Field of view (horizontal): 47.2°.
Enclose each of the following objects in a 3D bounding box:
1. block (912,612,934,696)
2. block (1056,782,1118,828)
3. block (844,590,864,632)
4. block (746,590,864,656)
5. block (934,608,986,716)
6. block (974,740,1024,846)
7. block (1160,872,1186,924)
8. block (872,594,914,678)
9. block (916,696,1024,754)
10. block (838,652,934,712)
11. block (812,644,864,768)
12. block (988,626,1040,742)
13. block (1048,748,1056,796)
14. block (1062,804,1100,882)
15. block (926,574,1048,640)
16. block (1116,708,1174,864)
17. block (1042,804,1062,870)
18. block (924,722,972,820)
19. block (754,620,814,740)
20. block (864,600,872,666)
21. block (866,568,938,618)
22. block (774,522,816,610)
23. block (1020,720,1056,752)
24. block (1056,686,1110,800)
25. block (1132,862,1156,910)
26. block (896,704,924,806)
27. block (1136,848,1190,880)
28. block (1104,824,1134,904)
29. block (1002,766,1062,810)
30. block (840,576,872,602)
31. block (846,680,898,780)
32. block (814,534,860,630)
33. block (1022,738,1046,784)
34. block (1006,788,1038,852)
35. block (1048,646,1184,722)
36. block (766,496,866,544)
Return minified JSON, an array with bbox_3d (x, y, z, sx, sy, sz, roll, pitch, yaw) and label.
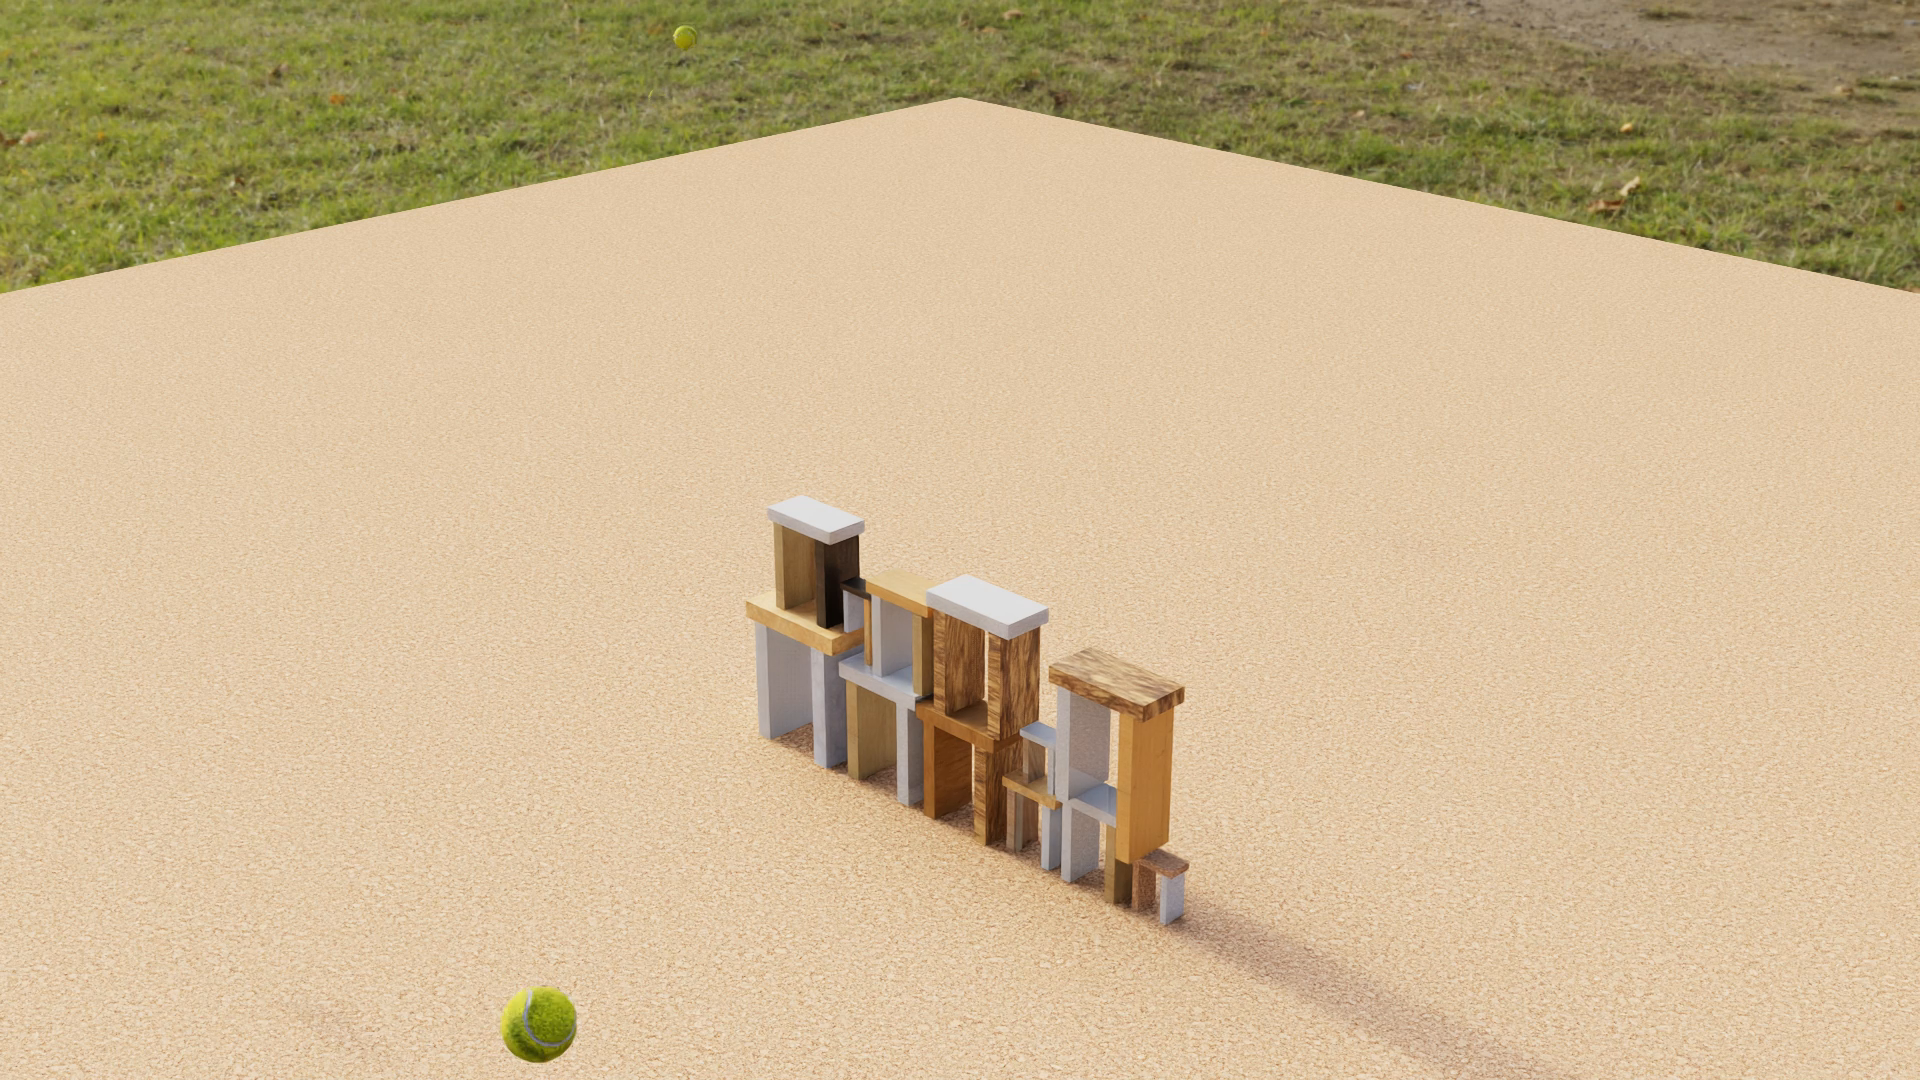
[{"bbox_3d":[-0.053,0.214,4.372,0.025,0.177,0.089,21,31,41],"label":"block"},{"bbox_3d":[0.271,0.494,4.143,0.083,0.023,0.166,-21,31,-41],"label":"block"},{"bbox_3d":[-0.217,0.140,4.517,0.013,0.094,0.047,21,31,41],"label":"block"},{"bbox_3d":[-0.310,0.165,4.627,0.272,0.039,0.136,21,31,41],"label":"block"},{"bbox_3d":[-0.001,0.224,4.323,0.031,0.222,0.111,21,31,41],"label":"block"},{"bbox_3d":[0.077,0.486,4.340,0.030,0.214,0.107,21,31,41],"label":"block"},{"bbox_3d":[0.394,0.658,4.080,0.015,0.103,0.051,21,31,41],"label":"block"},{"bbox_3d":[-0.136,0.181,4.449,0.025,0.177,0.089,21,31,41],"label":"block"},{"bbox_3d":[0.026,0.354,4.339,0.214,0.030,0.107,21,31,41],"label":"block"},{"bbox_3d":[-0.130,0.280,4.483,0.225,0.032,0.112,21,31,41],"label":"block"},{"bbox_3d":[-0.246,0.333,4.629,0.039,0.272,0.136,21,31,41],"label":"block"},{"bbox_3d":[0.104,0.265,4.226,0.031,0.222,0.111,21,31,40],"label":"block"},{"bbox_3d":[0.189,0.435,4.202,0.014,0.097,0.049,21,31,41],"label":"block"},{"bbox_3d":[0.232,0.566,4.215,0.023,0.166,0.083,21,31,41],"label":"block"},{"bbox_3d":[0.051,0.127,4.225,0.111,0.031,0.222,-21,31,-40],"label":"block"},{"bbox_3d":[0.339,0.439,4.040,0.033,0.302,0.115,21,31,41],"label":"block"},{"bbox_3d":[0.189,0.564,4.254,0.020,0.139,0.070,21,31,41],"label":"block"},{"bbox_3d":[-0.024,0.447,4.433,0.030,0.214,0.107,21,31,41],"label":"block"},{"bbox_3d":[-0.374,0.283,4.747,0.039,0.272,0.136,21,31,41],"label":"block"},{"bbox_3d":[-0.173,0.182,4.487,0.013,0.147,0.047,21,31,41],"label":"block"},{"bbox_3d":[-0.095,0.104,4.371,0.089,0.025,0.177,-21,31,-41],"label":"block"},{"bbox_3d":[-0.343,0.042,4.619,0.028,0.194,0.097,21,31,41],"label":"block"},{"bbox_3d":[0.166,0.375,4.202,0.097,0.014,0.049,21,31,41],"label":"block"},{"bbox_3d":[0.232,0.363,4.127,0.115,0.230,0.033,-21,31,-40],"label":"block"},{"bbox_3d":[0.346,0.639,4.124,0.015,0.103,0.051,21,31,41],"label":"block"},{"bbox_3d":[-0.077,0.419,4.484,0.032,0.225,0.113,21,31,41],"label":"block"},{"bbox_3d":[0.369,0.594,4.078,0.103,0.015,0.051,21,31,40],"label":"block"},{"bbox_3d":[0.310,0.596,4.143,0.023,0.166,0.083,21,31,41],"label":"block"},{"bbox_3d":[0.156,0.477,4.253,0.140,0.020,0.070,21,31,41],"label":"block"},{"bbox_3d":[-0.195,0.099,4.476,0.047,0.013,0.094,-21,31,-40],"label":"block"},{"bbox_3d":[-0.183,0.378,4.582,0.032,0.225,0.113,21,31,41],"label":"block"},{"bbox_3d":[-0.252,0.078,4.534,0.028,0.194,0.097,21,31,41],"label":"block"},{"bbox_3d":[0.143,0.418,4.245,0.014,0.097,0.049,21,31,41],"label":"block"},{"bbox_3d":[0.123,0.538,4.314,0.020,0.139,0.070,21,31,41],"label":"block"},{"bbox_3d":[0.285,0.263,4.025,0.115,0.033,0.230,-21,31,-40],"label":"block"},{"bbox_3d":[-0.297,-0.042,4.533,0.194,0.028,0.097,21,31,41],"label":"block"}]
